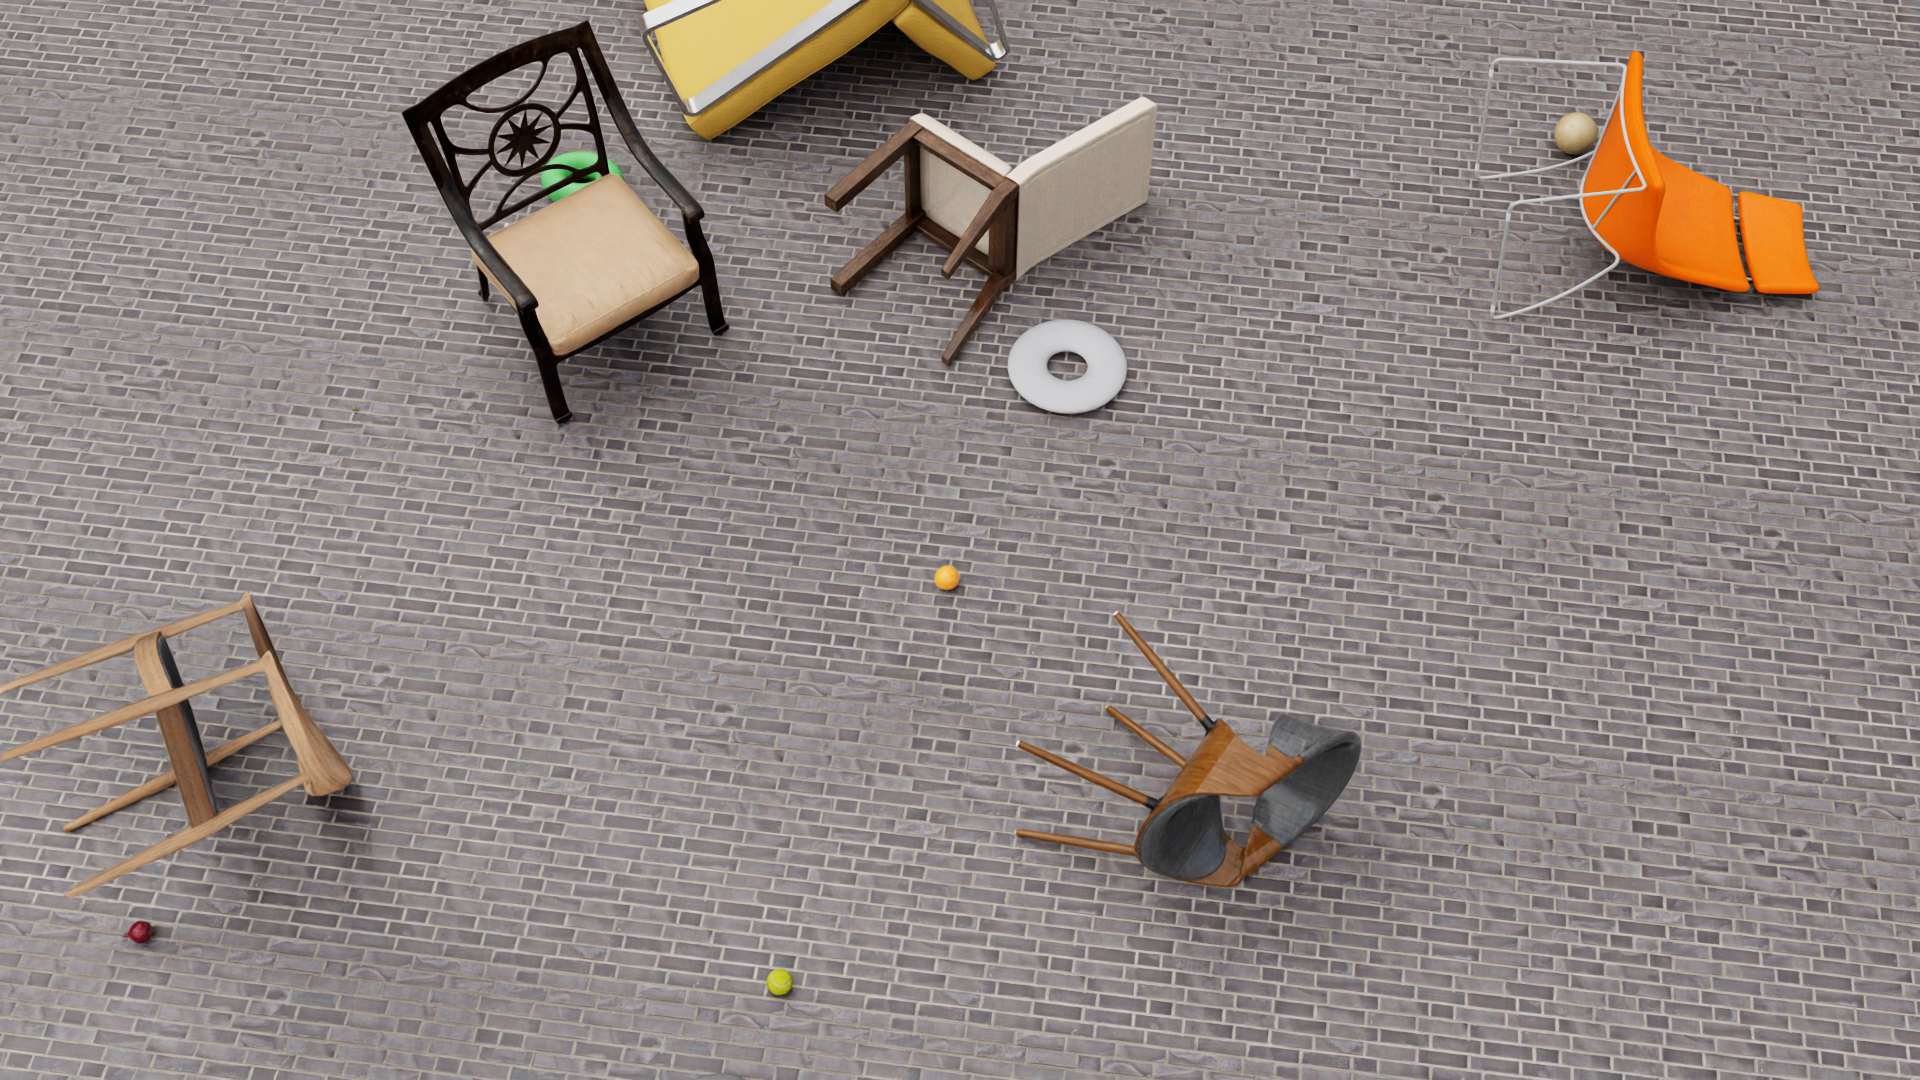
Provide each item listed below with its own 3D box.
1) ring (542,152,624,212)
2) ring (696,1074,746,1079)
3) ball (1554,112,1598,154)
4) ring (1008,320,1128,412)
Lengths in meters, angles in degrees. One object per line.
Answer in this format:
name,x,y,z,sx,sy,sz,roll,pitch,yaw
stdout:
ring,-1.253,-1.191,7.308,0.282,0.109,0.220,10,55,8
ring,-0.667,1.478,5.551,0.346,0.054,0.226,-31,61,-20
ball,2.075,-1.369,7.407,0.143,0.143,0.143,0,56,0
ring,0.337,-0.547,6.906,0.378,0.059,0.373,6,56,3
